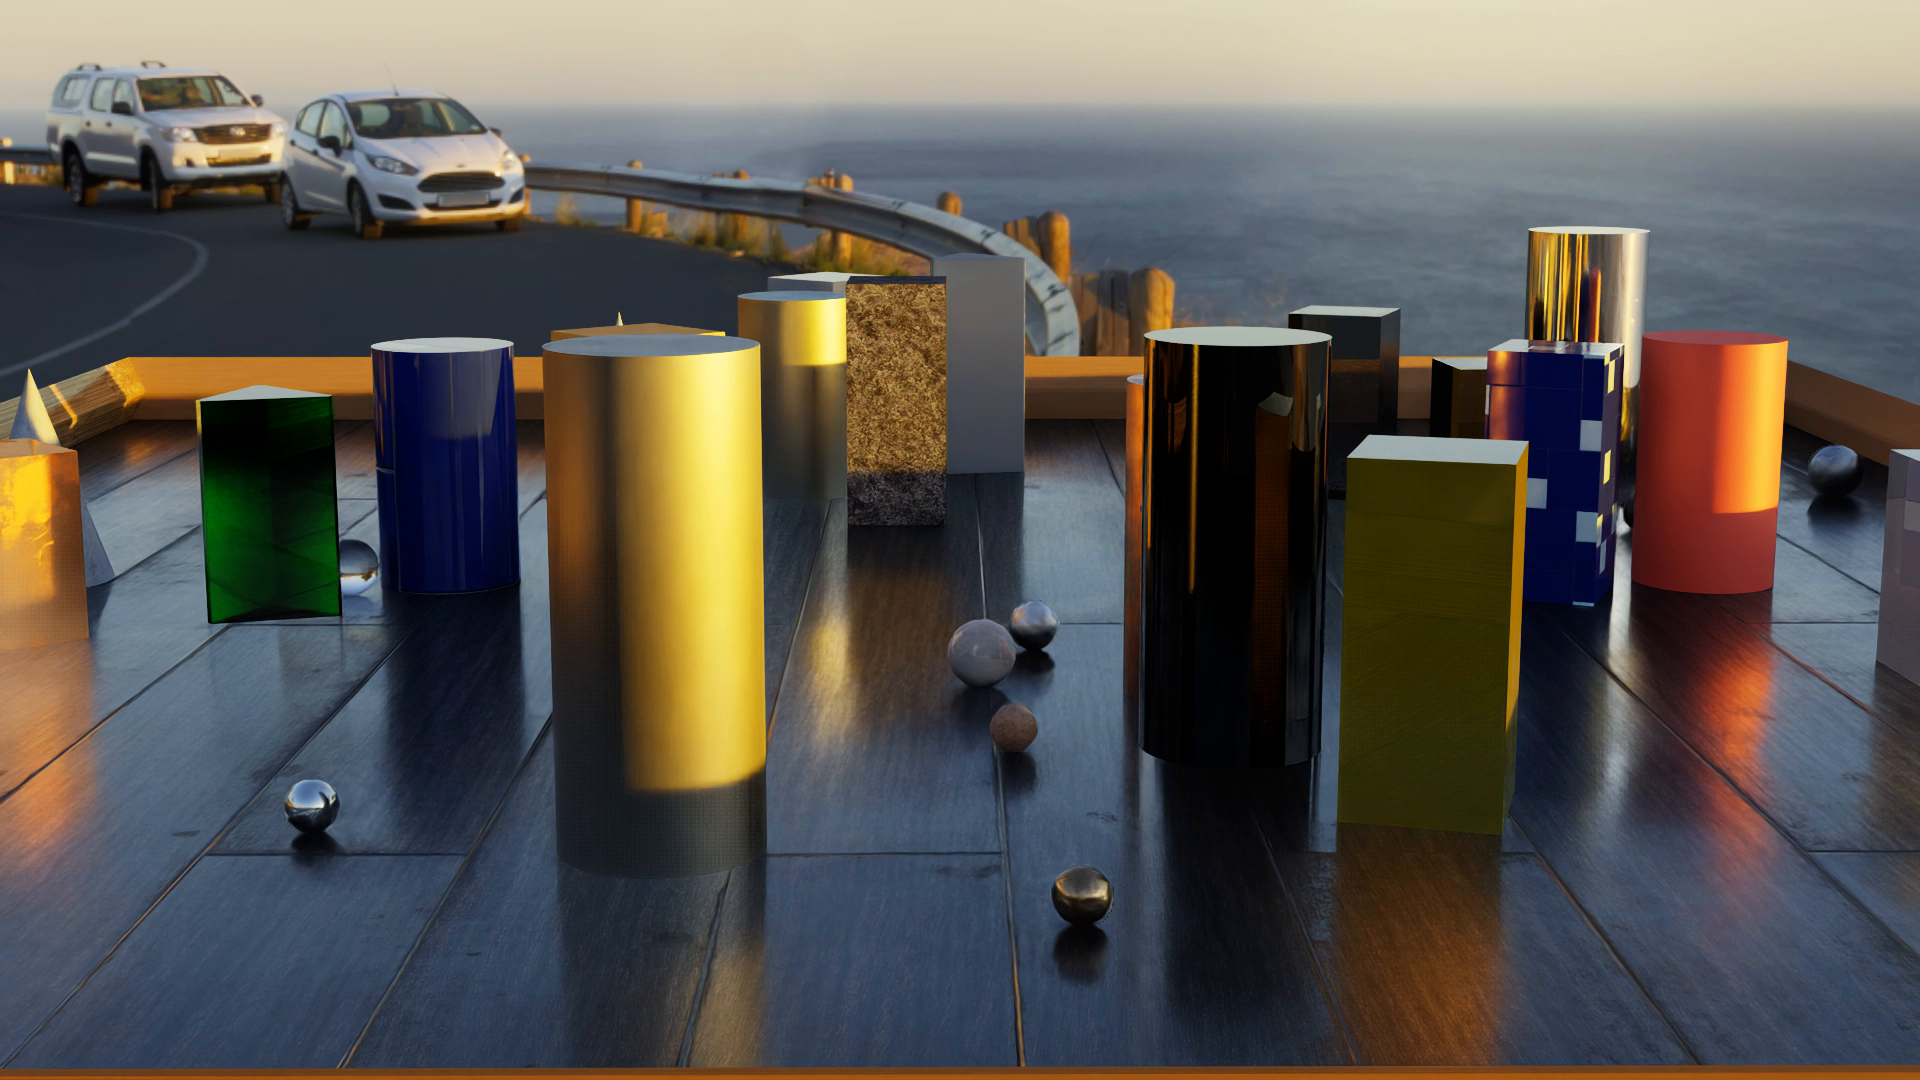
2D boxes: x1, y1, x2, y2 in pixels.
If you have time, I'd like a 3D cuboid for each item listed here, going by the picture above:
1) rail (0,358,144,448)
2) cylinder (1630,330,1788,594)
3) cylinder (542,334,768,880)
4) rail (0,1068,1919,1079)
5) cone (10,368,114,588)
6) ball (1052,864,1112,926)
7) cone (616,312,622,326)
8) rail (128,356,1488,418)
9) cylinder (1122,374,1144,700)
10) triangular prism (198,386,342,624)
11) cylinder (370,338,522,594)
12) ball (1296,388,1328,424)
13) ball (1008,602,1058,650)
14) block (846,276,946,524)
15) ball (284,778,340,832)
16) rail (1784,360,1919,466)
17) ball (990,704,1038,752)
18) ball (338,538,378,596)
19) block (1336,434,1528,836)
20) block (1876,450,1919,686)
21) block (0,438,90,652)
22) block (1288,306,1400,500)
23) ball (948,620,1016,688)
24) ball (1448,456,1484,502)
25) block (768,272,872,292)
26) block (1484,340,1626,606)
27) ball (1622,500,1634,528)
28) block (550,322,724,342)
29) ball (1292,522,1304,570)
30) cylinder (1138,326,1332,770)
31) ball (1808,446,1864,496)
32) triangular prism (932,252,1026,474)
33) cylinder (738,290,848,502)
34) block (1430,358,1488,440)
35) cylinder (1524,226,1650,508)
[{"bbox_3d":[-1.690,0.035,3.439,0.045,0.128,3.843,0,10,0],"label":"rail"},{"bbox_3d":[1.063,-0.114,3.644,0.197,0.348,0.197,0,10,0],"label":"cylinder"},{"bbox_3d":[-0.281,0.056,2.378,0.197,0.475,0.197,0,10,0],"label":"cylinder"},{"bbox_3d":[0.011,0.379,1.583,3.428,0.128,0.045,0,10,0],"label":"rail"},{"bbox_3d":[-1.315,-0.093,3.651,0.197,0.304,0.197,0,10,0],"label":"cone"},{"bbox_3d":[0.104,0.304,2.199,0.052,0.052,0.052,0,10,0],"label":"ball"},{"bbox_3d":[-0.470,-0.123,3.572,0.197,0.391,0.197,0,10,0],"label":"cone"},{"bbox_3d":[-0.011,-0.313,5.315,3.428,0.128,0.045,0,10,0],"label":"rail"},{"bbox_3d":[0.292,-0.005,3.002,0.197,0.367,0.197,0,10,0],"label":"cylinder"},{"bbox_3d":[-0.933,-0.053,3.456,0.171,0.296,0.148,-3,11,-18],"label":"triangular prism"},{"bbox_3d":[-0.728,-0.108,3.640,0.197,0.338,0.197,0,10,0],"label":"cylinder"},{"bbox_3d":[0.720,-0.276,5.277,0.071,0.071,0.071,0,10,0],"label":"ball"},{"bbox_3d":[0.092,0.108,3.233,0.061,0.061,0.061,0,10,0],"label":"ball"},{"bbox_3d":[-0.101,-0.228,4.157,0.158,0.386,0.158,0,10,0],"label":"block"},{"bbox_3d":[-0.623,0.255,2.464,0.052,0.052,0.052,0,10,0],"label":"ball"},{"bbox_3d":[1.690,0.031,3.458,0.045,0.128,3.843,0,10,0],"label":"rail"},{"bbox_3d":[0.058,0.202,2.754,0.052,0.052,0.052,0,10,0],"label":"ball"},{"bbox_3d":[-0.848,0.037,3.563,0.080,0.080,0.080,0,10,0],"label":"ball"},{"bbox_3d":[0.465,0.088,2.521,0.158,0.359,0.158,3,11,16],"label":"block"},{"bbox_3d":[1.217,0.033,3.084,0.158,0.263,0.158,0,10,-1],"label":"block"},{"bbox_3d":[-1.232,0.006,3.286,0.158,0.243,0.158,-9,14,-41],"label":"block"},{"bbox_3d":[0.657,-0.237,4.403,0.158,0.313,0.158,4,11,21],"label":"block"},{"bbox_3d":[0.025,0.134,3.037,0.081,0.081,0.081,0,10,0],"label":"ball"},{"bbox_3d":[0.864,-0.105,4.334,0.078,0.078,0.078,0,10,0],"label":"ball"},{"bbox_3d":[-0.234,-0.299,4.635,0.158,0.352,0.158,8,13,38],"label":"block"},{"bbox_3d":[0.823,-0.097,3.568,0.158,0.343,0.158,5,11,23],"label":"block"},{"bbox_3d":[1.077,-0.041,4.068,0.051,0.051,0.051,0,10,0],"label":"ball"},{"bbox_3d":[-0.410,-0.073,3.301,0.158,0.392,0.158,-9,14,-41],"label":"block"},{"bbox_3d":[0.442,0.008,3.669,0.099,0.099,0.099,0,10,0],"label":"ball"},{"bbox_3d":[0.293,0.004,2.744,0.197,0.445,0.197,0,10,0],"label":"cylinder"},{"bbox_3d":[1.495,-0.118,4.380,0.088,0.088,0.088,0,10,0],"label":"ball"},{"bbox_3d":[0.019,-0.325,4.678,0.171,0.386,0.148,-2,11,-10],"label":"triangular prism"},{"bbox_3d":[-0.280,-0.250,4.403,0.197,0.339,0.197,0,10,0],"label":"cylinder"},{"bbox_3d":[0.855,-0.157,4.131,0.158,0.256,0.158,-1,11,-6],"label":"block"},{"bbox_3d":[1.045,-0.291,4.305,0.197,0.455,0.197,0,10,0],"label":"cylinder"}]
